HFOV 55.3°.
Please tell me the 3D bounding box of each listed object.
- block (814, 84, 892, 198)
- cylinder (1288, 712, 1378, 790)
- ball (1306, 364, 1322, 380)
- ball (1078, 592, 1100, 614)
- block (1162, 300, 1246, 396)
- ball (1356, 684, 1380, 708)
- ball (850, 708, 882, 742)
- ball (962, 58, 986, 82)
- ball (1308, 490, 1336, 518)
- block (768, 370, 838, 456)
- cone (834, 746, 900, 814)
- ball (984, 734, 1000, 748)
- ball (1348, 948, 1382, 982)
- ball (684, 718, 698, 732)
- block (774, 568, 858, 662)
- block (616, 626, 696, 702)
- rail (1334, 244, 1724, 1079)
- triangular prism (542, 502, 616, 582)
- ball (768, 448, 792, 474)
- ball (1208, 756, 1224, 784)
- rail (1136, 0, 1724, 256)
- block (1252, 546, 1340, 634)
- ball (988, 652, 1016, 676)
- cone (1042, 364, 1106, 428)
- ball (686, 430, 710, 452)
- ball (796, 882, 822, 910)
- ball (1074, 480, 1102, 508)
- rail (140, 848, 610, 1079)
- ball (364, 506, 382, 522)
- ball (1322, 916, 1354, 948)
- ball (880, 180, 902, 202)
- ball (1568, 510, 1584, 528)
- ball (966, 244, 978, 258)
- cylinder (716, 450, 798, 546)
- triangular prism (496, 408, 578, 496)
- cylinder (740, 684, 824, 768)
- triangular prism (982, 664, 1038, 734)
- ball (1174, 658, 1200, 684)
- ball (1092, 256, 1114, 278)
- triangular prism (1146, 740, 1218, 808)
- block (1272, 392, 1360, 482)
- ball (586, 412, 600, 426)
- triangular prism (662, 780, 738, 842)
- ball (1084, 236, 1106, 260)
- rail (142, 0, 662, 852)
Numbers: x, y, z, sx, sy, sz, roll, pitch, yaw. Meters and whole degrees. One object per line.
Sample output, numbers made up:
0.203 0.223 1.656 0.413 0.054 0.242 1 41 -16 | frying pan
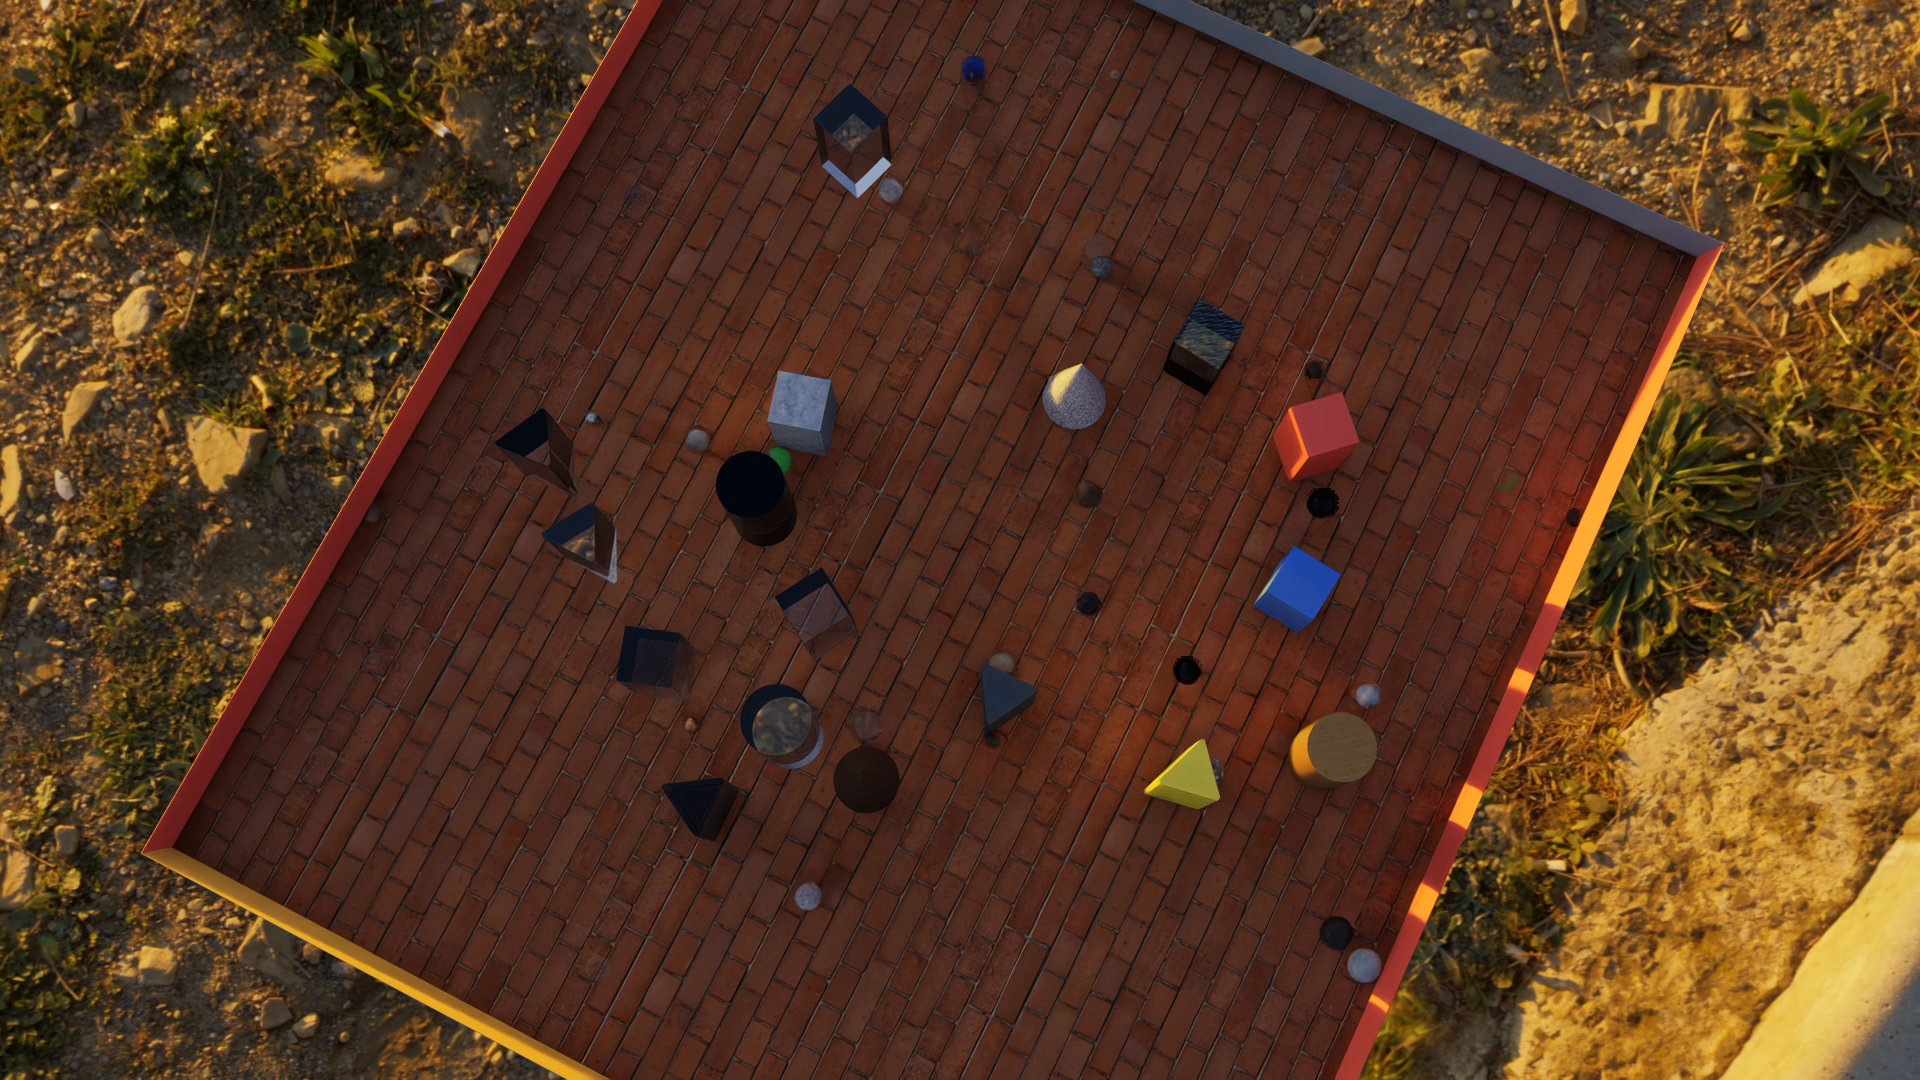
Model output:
-0.330 -1.235 5.690 0.158 0.357 0.158 43 81 8 | block
1.079 0.617 5.329 0.198 0.314 0.198 0 78 0 | cylinder
1.101 -0.525 5.700 0.049 0.049 0.049 0 78 0 | ball
0.390 0.190 5.543 0.068 0.068 0.068 0 78 0 | ball
0.741 -0.585 5.591 0.158 0.286 0.158 32 80 6 | block
1.219 0.467 5.484 0.071 0.071 0.071 0 78 0 | ball
-0.279 0.549 5.452 0.099 0.099 0.099 0 78 0 | ball
0.044 -1.509 5.889 0.078 0.078 0.078 0 78 0 | ball
1.104 -0.111 5.595 0.088 0.088 0.088 0 78 0 | ball
-0.473 -0.379 5.543 0.158 0.298 0.158 11 79 2 | block
-0.279 0.681 5.303 0.198 0.337 0.198 0 78 0 | cone
0.096 0.600 5.469 0.046 0.046 0.046 0 78 0 | ball
1.173 1.233 5.311 0.098 0.098 0.098 0 78 0 | ball
-0.804 0.551 5.480 0.044 0.044 0.044 0 78 0 | ball
-0.417 0.222 5.379 0.158 0.374 0.158 -32 80 -6 | block
-0.885 0.366 5.365 0.158 0.344 0.158 7 78 2 | block
1.501 0.742 5.396 0.045 0.129 3.786 26 80 5 | rail
-1.093 -0.008 5.442 0.171 0.345 0.148 27 80 5 | triangular prism
-0.556 -0.243 5.627 0.079 0.079 0.079 0 78 0 | ball
0.737 0.686 5.430 0.089 0.089 0.089 0 78 0 | ball
0.836 -1.630 5.887 3.405 0.129 0.045 26 80 5 | rail
1.000 0.150 5.456 0.158 0.254 0.158 32 80 6 | block
0.125 0.375 5.498 0.080 0.080 0.080 0 78 0 | ball
0.357 -0.478 5.528 0.198 0.368 0.198 0 78 0 | cone
-0.806 -0.306 5.644 0.070 0.070 0.070 0 78 0 | ball
-0.443 1.041 5.361 0.078 0.078 0.078 0 78 0 | ball
0.390 -0.140 5.604 0.082 0.082 0.082 0 78 0 | ball
-0.836 1.644 5.210 3.405 0.129 0.045 26 80 5 | rail
-1.796 -0.080 5.607 0.051 0.051 0.051 0 78 0 | ball
1.098 1.142 5.334 0.091 0.091 0.091 0 78 0 | ball
-0.218 -1.106 5.809 0.071 0.071 0.071 0 78 0 | ball
1.885 -0.064 5.604 0.051 0.051 0.051 0 78 0 | ball
0.038 -0.913 5.784 0.042 0.042 0.042 0 78 0 | ball
-0.599 -0.118 5.435 0.198 0.404 0.198 0 78 0 | cylinder
-1.228 -0.272 5.468 0.171 0.401 0.148 22 79 4 | triangular prism
-0.507 0.541 5.269 0.198 0.461 0.198 0 78 0 | cylinder
0.108 0.445 5.365 0.171 0.312 0.148 -34 80 -7 | triangular prism
0.682 0.395 5.496 0.077 0.077 0.077 0 78 0 | ball
0.449 -0.856 5.760 0.066 0.066 0.066 0 78 0 | ball
0.652 0.663 5.265 0.171 0.420 0.148 16 79 3 | triangular prism
1.068 -0.305 5.517 0.158 0.319 0.158 -17 79 -3 | block
-1.134 -0.376 5.674 0.041 0.041 0.041 0 78 0 | ball
-0.720 0.746 5.275 0.148 0.366 0.171 -35 80 -7 | triangular prism
0.424 -0.919 5.770 0.072 0.072 0.072 0 78 0 | ball
-1.501 -0.728 5.701 0.045 0.129 3.786 26 80 5 | rail
